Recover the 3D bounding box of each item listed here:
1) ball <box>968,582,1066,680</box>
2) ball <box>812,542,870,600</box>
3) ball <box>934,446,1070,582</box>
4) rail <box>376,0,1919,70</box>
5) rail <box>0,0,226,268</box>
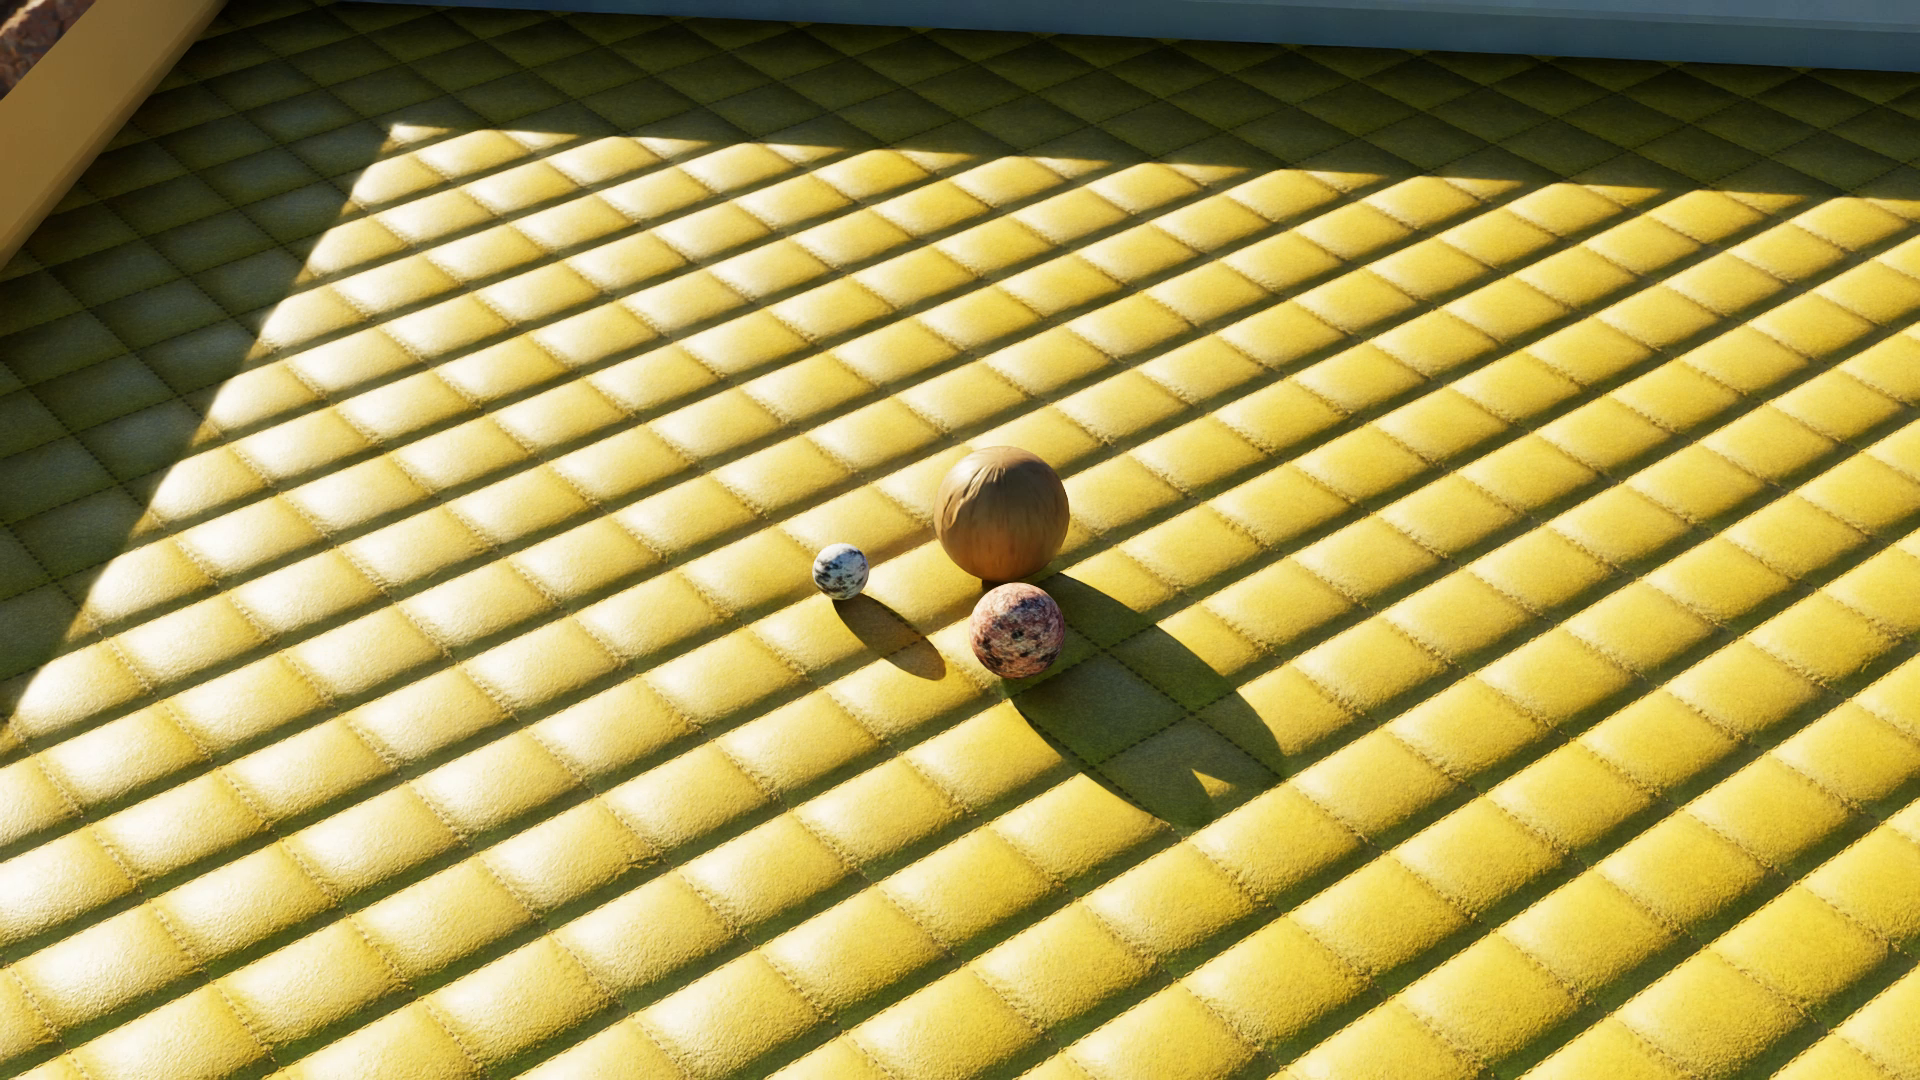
[{"bbox_3d":[0.038,0.061,1.730,0.065,0.065,0.065,0,35,0],"label":"ball"},{"bbox_3d":[-0.084,0.022,1.807,0.040,0.040,0.040,0,35,0],"label":"ball"},{"bbox_3d":[0.029,-0.018,1.816,0.097,0.097,0.097,0,35,0],"label":"ball"},{"bbox_3d":[0.964,-0.500,2.471,3.477,0.126,0.045,4,35,5],"label":"rail"},{"bbox_3d":[-0.841,-0.078,1.873,0.045,0.126,1.896,4,35,5],"label":"rail"}]
